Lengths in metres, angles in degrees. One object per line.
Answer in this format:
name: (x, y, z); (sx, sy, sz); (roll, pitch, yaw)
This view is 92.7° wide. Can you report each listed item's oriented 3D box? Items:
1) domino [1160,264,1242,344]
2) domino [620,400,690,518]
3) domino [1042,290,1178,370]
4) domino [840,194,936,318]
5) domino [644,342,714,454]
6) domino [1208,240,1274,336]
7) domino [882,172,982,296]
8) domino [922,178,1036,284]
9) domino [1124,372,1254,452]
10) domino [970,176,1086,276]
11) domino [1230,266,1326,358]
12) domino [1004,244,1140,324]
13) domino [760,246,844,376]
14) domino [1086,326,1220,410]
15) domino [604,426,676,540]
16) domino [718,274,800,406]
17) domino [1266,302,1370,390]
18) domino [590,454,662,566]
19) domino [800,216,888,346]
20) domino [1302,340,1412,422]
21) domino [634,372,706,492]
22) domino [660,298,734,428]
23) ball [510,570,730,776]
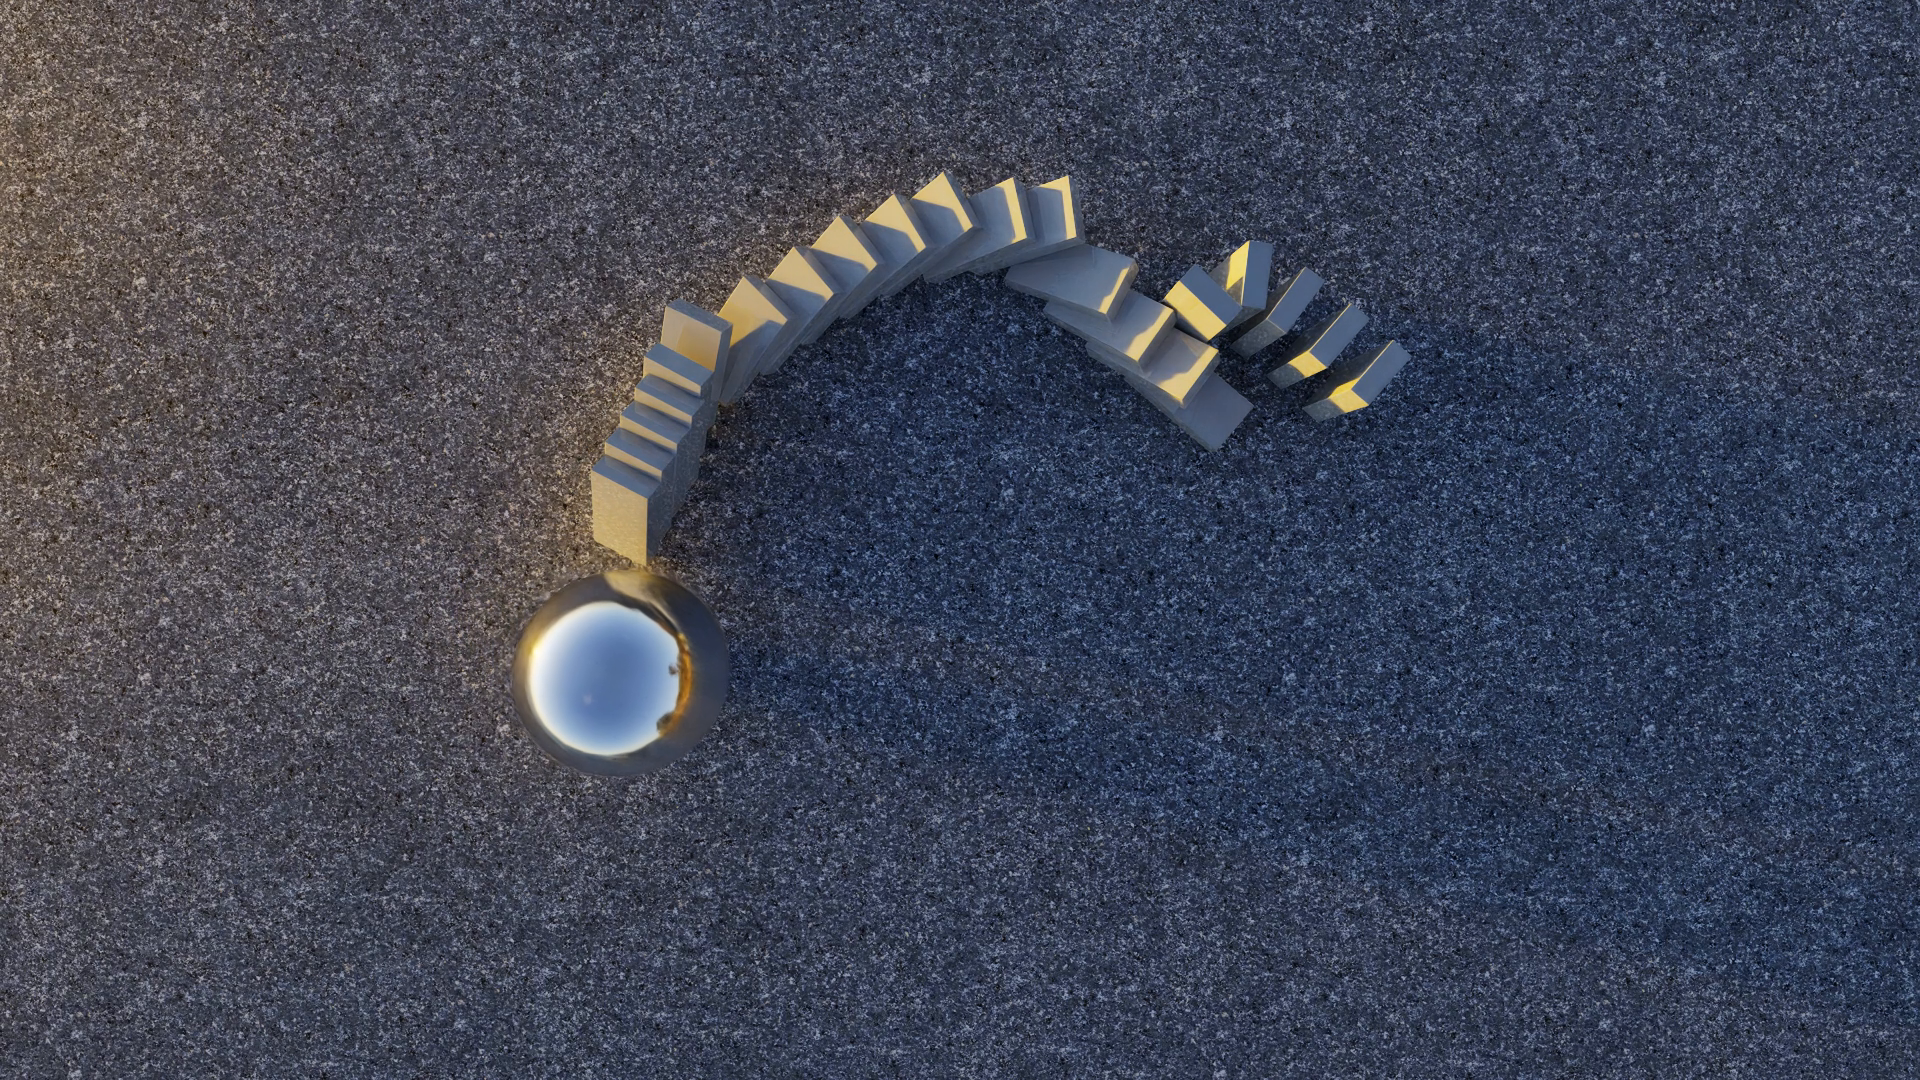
domino: (0.095, -0.093, 0.375); (0.025, 0.050, 0.010); (43, 86, 0)
domino: (-0.126, -0.032, 0.377); (0.025, 0.050, 0.009); (27, 52, 0)
domino: (0.062, -0.094, 0.385); (0.050, 0.009, 0.025); (35, 91, 26)
domino: (-0.037, -0.118, 0.384); (0.050, 0.009, 0.025); (-31, 90, 29)
domino: (-0.117, -0.055, 0.377); (0.025, 0.050, 0.009); (28, 52, 0)
domino: (0.112, -0.102, 0.375); (0.010, 0.050, 0.025); (7, 90, -4)
domino: (-0.018, -0.127, 0.384); (0.050, 0.010, 0.025); (-29, 89, 29)
domino: (0.005, -0.128, 0.383); (0.050, 0.009, 0.025); (-13, 89, 30)
domino: (0.098, -0.064, 0.395); (0.050, 0.010, 0.025); (40, 90, 0)
domino: (0.026, -0.131, 0.383); (0.050, 0.009, 0.025); (-8, 88, 30)
domino: (0.128, -0.092, 0.375); (0.009, 0.050, 0.025); (37, 90, 0)
domino: (0.046, -0.112, 0.385); (0.050, 0.009, 0.025); (27, 90, 26)
domino: (-0.074, -0.096, 0.384); (0.050, 0.009, 0.025); (-41, 90, 28)
domino: (0.080, -0.078, 0.384); (0.050, 0.009, 0.025); (36, 88, 26)
domino: (-0.132, -0.022, 0.377); (0.025, 0.050, 0.010); (27, 52, 0)
domino: (-0.092, -0.083, 0.384); (0.025, 0.009, 0.050); (45, 117, 0)
domino: (0.145, -0.078, 0.375); (0.009, 0.050, 0.025); (41, 90, 0)
domino: (-0.137, -0.011, 0.377); (0.025, 0.050, 0.010); (27, 52, 0)
domino: (-0.056, -0.108, 0.384); (0.050, 0.010, 0.025); (-39, 90, 28)
domino: (0.161, -0.064, 0.375); (0.010, 0.050, 0.025); (41, 90, 0)
domino: (-0.120, -0.043, 0.377); (0.025, 0.050, 0.009); (27, 52, 0)
domino: (-0.112, -0.072, 0.380); (0.025, 0.009, 0.050); (26, 128, 3)
ball: (-0.132, 0.052, 0.360); (0.080, 0.080, 0.080); (0, 90, 0)
